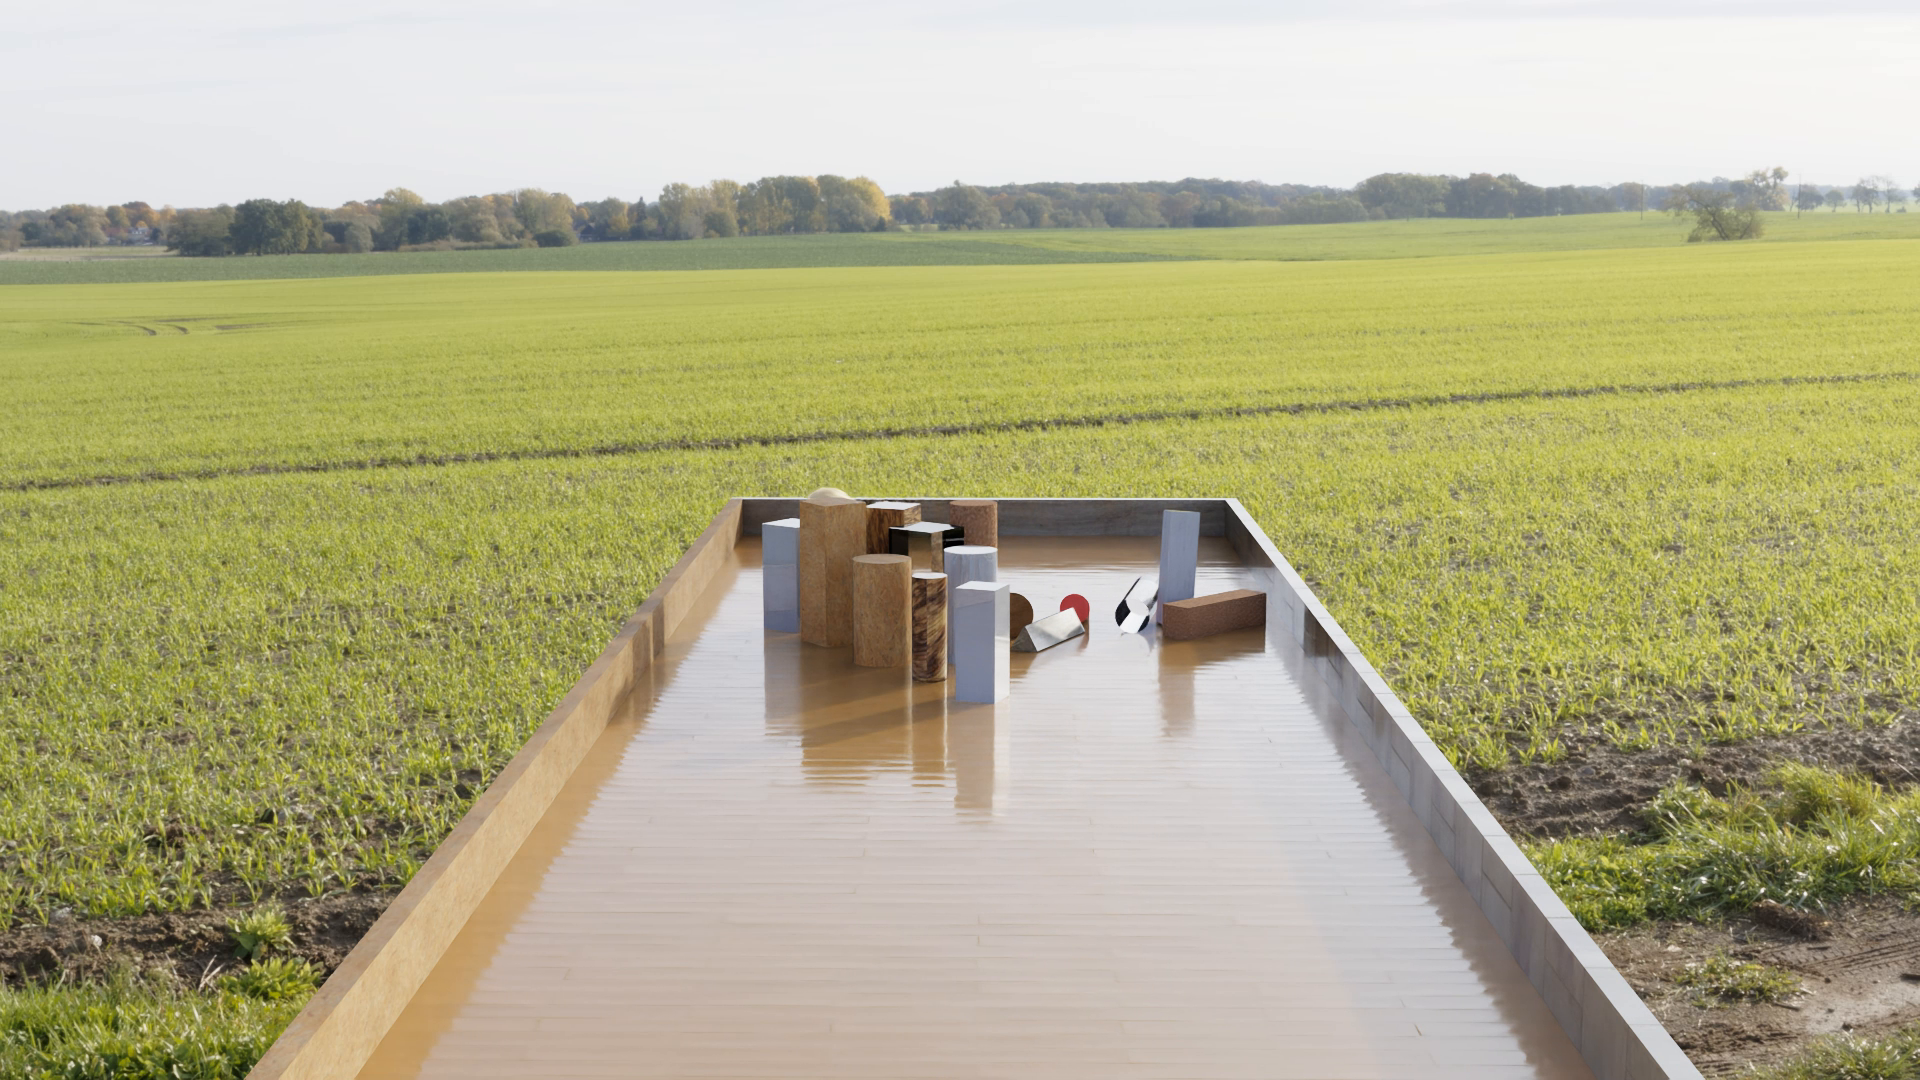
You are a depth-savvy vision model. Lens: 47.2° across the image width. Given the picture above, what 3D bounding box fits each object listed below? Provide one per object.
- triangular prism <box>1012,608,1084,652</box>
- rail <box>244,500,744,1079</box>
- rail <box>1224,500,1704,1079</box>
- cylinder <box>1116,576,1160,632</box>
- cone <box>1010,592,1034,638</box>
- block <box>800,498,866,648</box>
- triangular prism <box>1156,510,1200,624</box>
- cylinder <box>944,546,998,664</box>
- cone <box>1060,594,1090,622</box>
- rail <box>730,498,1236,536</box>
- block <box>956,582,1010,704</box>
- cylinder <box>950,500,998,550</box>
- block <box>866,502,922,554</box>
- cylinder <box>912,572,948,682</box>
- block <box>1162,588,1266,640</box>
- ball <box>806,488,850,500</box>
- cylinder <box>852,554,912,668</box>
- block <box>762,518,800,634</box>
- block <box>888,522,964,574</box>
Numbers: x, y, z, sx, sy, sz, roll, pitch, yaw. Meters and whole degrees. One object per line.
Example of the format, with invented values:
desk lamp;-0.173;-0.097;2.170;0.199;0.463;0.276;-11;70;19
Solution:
triangular prism;0.282;0.281;6.976;0.090;0.078;0.354;5;10;27
rail;-1.004;0.839;3.234;0.050;0.150;12.000;0;9;1
rail;1.046;0.843;3.208;0.050;0.150;12.000;0;9;1
cylinder;0.602;0.210;7.320;0.113;0.113;0.451;2;9;11
cone;0.167;0.240;7.266;0.144;0.144;0.452;0;0;1
block;-0.401;0.100;6.955;0.152;0.446;0.152;-6;11;-35
triangular prism;0.696;0.089;7.241;0.123;0.371;0.107;2;4;-37
cylinder;0.032;0.197;6.676;0.163;0.341;0.163;0;9;0
cone;0.414;0.223;7.443;0.100;0.100;0.381;2;2;11
rail;0.099;-0.098;9.147;2.100;0.150;0.050;0;9;1
block;0.064;0.286;6.178;0.118;0.320;0.118;4;10;21
cylinder;0.045;0.080;7.200;0.155;0.408;0.155;0;9;0
block;-0.222;0.085;7.195;0.145;0.400;0.145;3;10;21
cylinder;-0.089;0.255;6.419;0.104;0.307;0.104;0;9;0
block;0.830;0.241;7.156;0.396;0.104;0.104;-8;12;-43
ball;-0.537;-0.106;8.971;0.221;0.221;0.221;0;9;0
cylinder;-0.236;0.212;6.665;0.180;0.315;0.180;0;9;0
block;-0.541;0.115;7.179;0.145;0.346;0.145;7;11;36
block;-0.105;0.142;6.932;0.168;0.370;0.168;7;11;36
